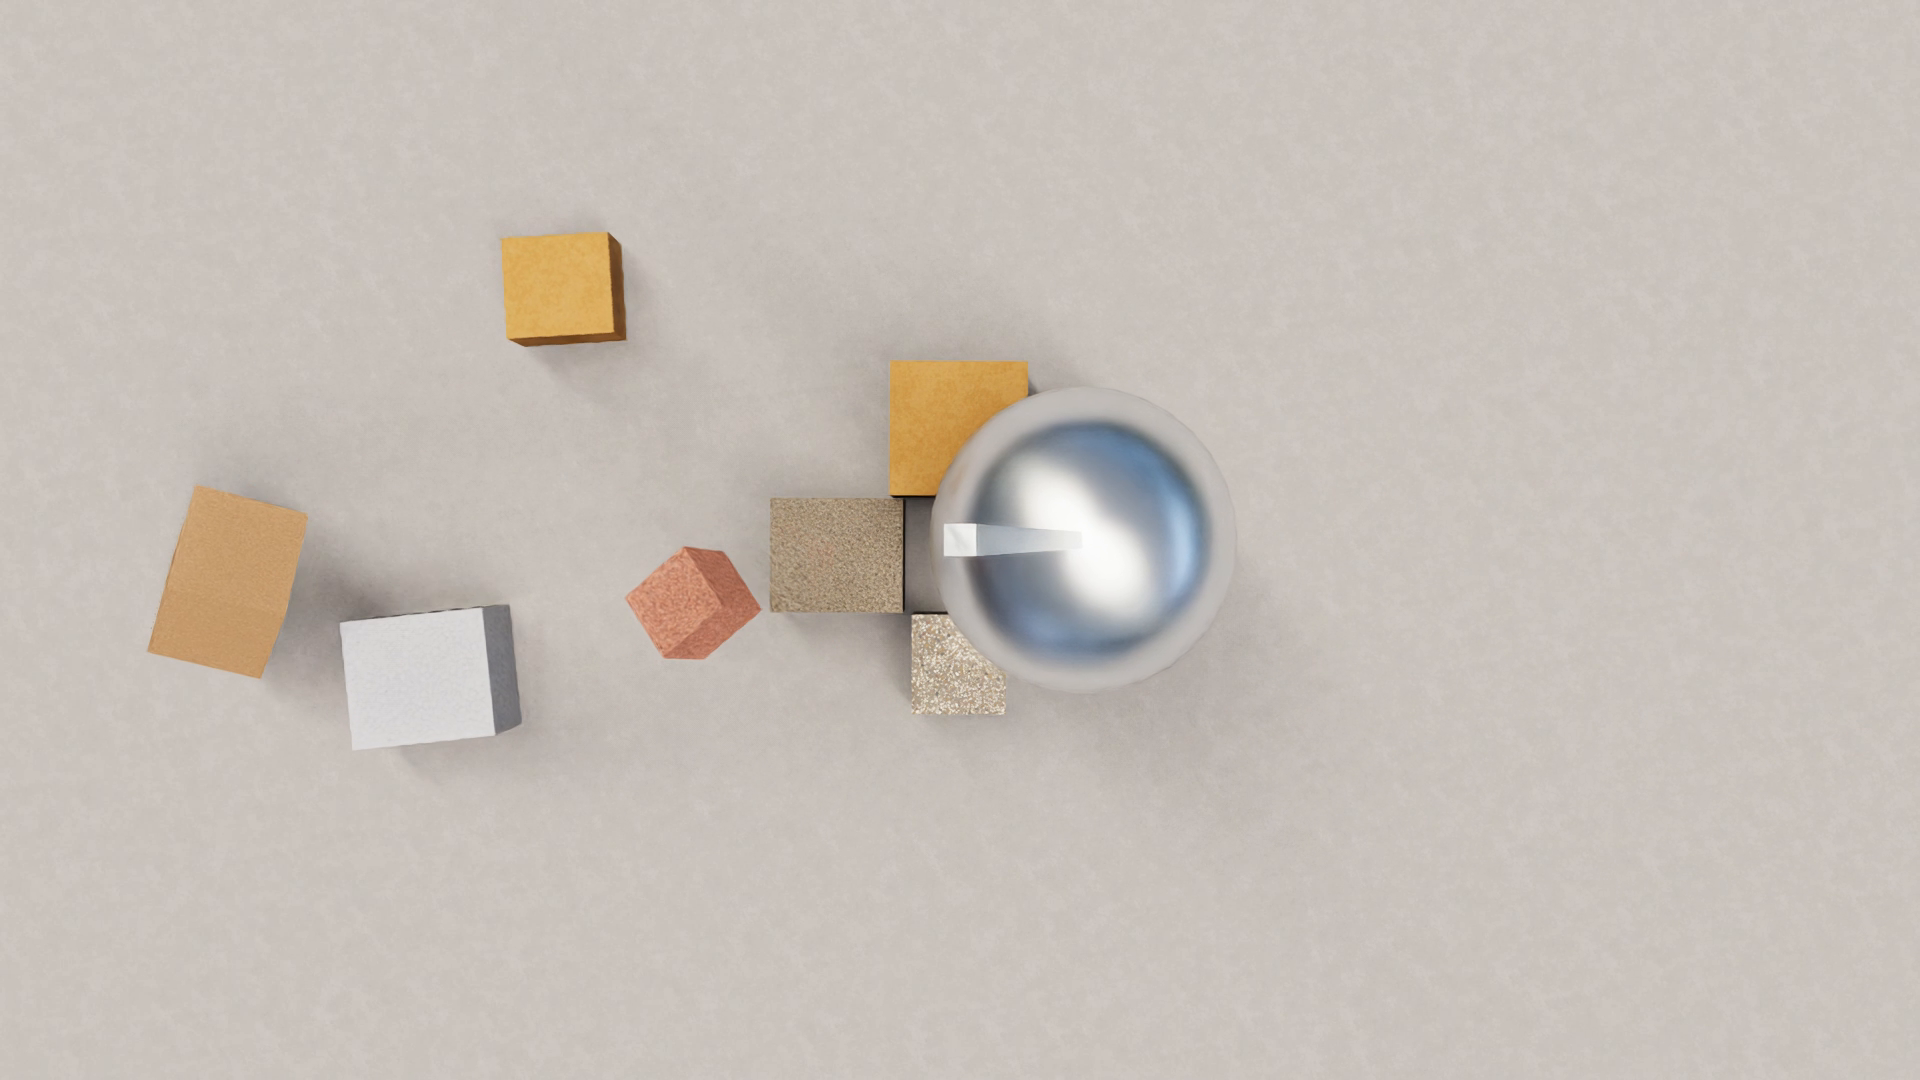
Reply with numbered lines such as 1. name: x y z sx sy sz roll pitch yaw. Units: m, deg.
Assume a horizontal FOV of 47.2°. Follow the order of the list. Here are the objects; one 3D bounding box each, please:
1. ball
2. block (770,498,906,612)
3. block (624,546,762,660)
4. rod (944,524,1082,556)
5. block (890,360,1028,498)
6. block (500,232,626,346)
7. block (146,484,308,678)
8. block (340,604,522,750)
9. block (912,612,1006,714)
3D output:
1. ball: 0.636 0.000 11.412 1.600 1.600 1.600 0 90 0
2. block: -0.697 0.086 12.699 0.748 0.603 0.646 0 90 0
3. block: -1.386 0.331 11.440 0.431 0.432 0.390 -40 73 15
4. rod: 0.276 0.000 8.031 0.080 5.200 0.080 0 90 6
5. block: -0.007 -0.619 12.589 0.764 0.821 0.744 0 90 0
6. block: -2.289 -1.448 12.747 0.608 0.506 0.572 -3 90 0
7. block: -4.021 0.234 12.083 0.614 0.666 0.695 16 50 -20
8. block: -3.021 0.773 12.621 0.796 0.757 0.716 -6 90 0
9. block: -0.007 0.705 12.725 0.533 0.550 0.565 0 90 0
